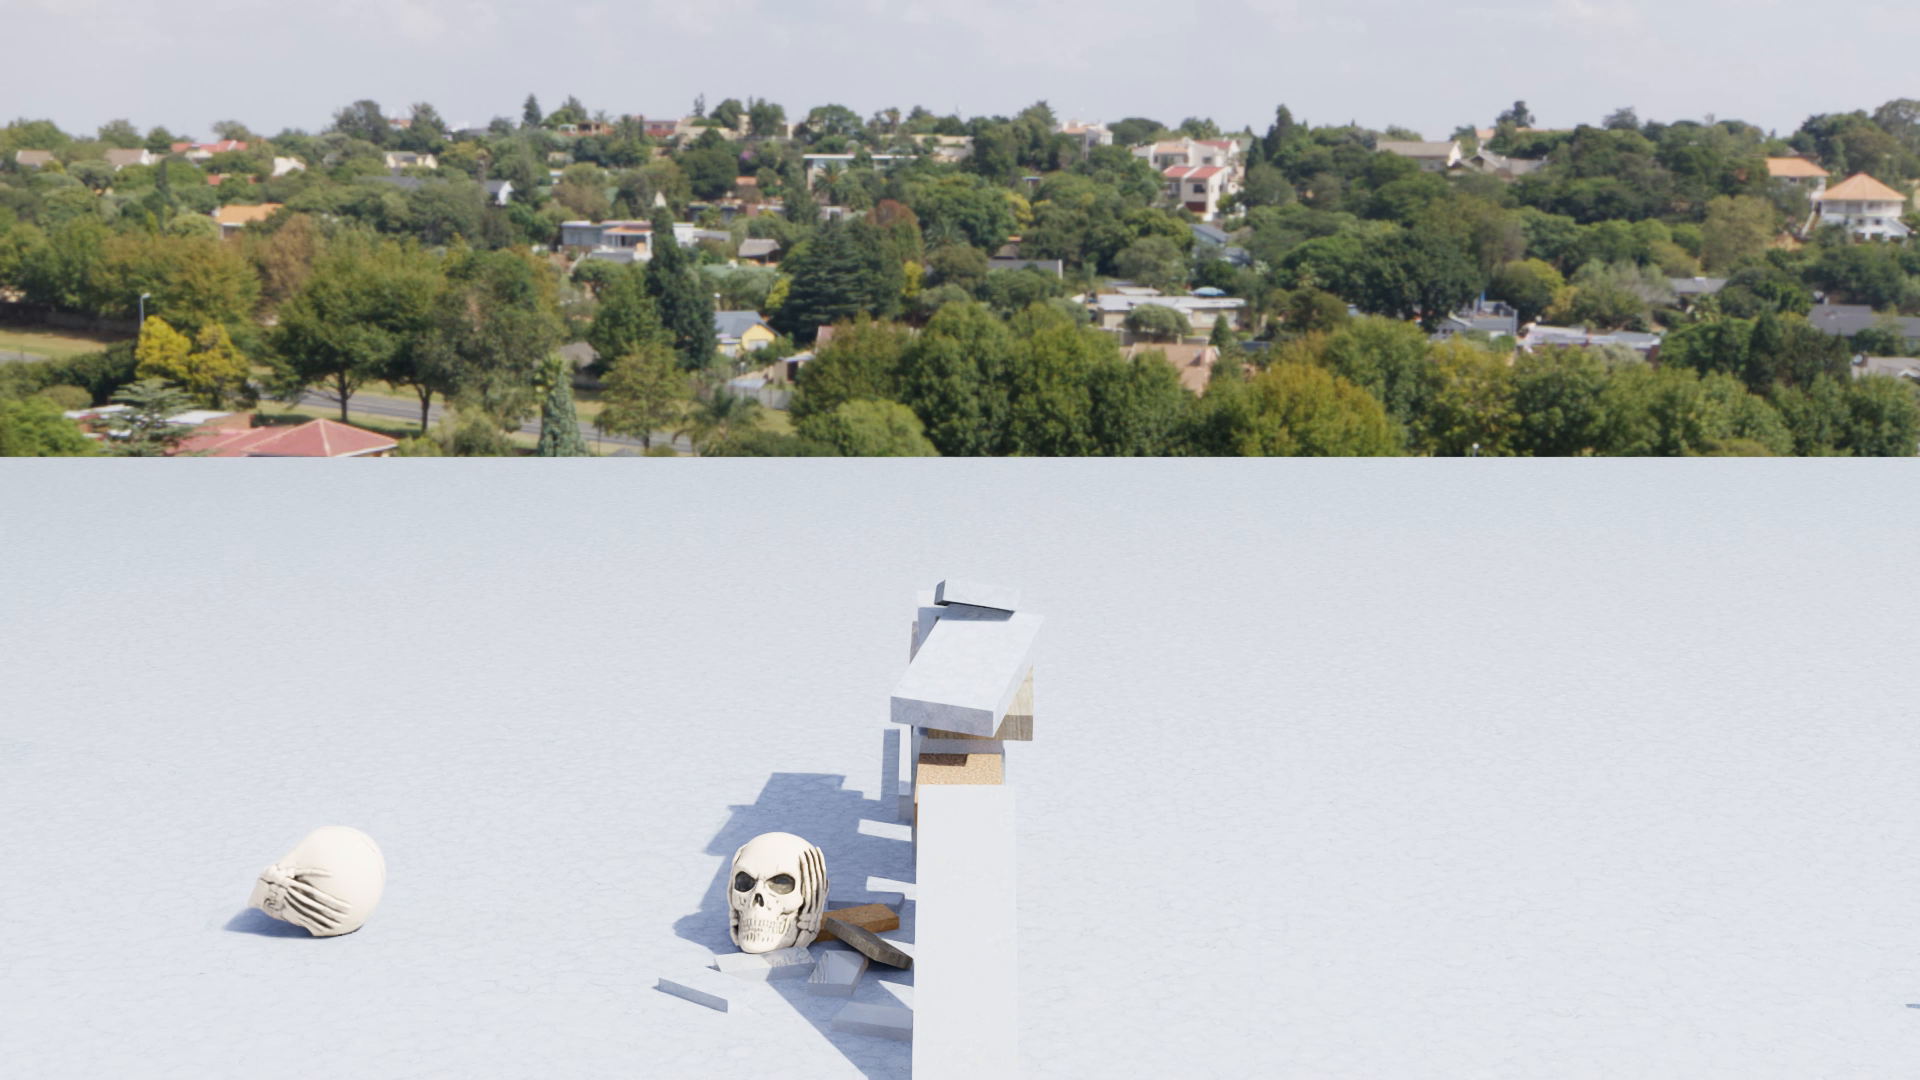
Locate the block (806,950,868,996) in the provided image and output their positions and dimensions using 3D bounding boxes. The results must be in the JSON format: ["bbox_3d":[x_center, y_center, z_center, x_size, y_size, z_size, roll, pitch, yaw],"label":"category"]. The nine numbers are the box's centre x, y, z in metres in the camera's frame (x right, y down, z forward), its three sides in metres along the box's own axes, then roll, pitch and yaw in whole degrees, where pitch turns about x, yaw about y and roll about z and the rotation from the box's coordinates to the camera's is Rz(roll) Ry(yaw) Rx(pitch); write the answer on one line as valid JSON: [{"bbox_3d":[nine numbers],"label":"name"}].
[{"bbox_3d":[-0.183,0.649,3.298,0.066,0.019,0.132,2,11,9],"label":"block"}]

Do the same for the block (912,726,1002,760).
[{"bbox_3d":[-0.001,0.300,3.580,0.141,0.040,0.282,0,11,1],"label":"block"}]

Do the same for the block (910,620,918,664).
[{"bbox_3d":[-0.006,0.200,3.884,0.161,0.046,0.321,0,11,0],"label":"block"}]

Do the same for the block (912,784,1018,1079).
[{"bbox_3d":[0.008,0.543,3.025,0.139,0.039,0.468,0,50,0],"label":"block"}]

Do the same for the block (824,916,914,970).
[{"bbox_3d":[-0.141,0.620,3.383,0.066,0.019,0.161,23,-4,-33],"label":"block"}]

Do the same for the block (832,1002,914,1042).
[{"bbox_3d":[-0.107,0.683,3.117,0.132,0.019,0.066,4,11,19],"label":"block"}]

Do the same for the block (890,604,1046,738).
[{"bbox_3d":[0.016,0.202,3.488,0.163,0.046,0.327,7,26,14],"label":"block"}]

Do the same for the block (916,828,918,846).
[{"bbox_3d":[0.000,0.535,3.261,0.128,0.256,0.036,0,10,0],"label":"block"}]

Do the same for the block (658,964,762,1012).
[{"bbox_3d":[-0.368,0.659,3.240,0.142,0.020,0.071,8,13,37],"label":"block"}]

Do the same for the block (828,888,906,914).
[{"bbox_3d":[-0.153,0.593,3.609,0.117,0.017,0.058,2,10,10],"label":"block"}]

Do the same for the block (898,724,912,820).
[{"bbox_3d":[-0.038,0.438,4.362,0.163,0.046,0.606,0,11,-1],"label":"block"}]

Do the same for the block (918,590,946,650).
[{"bbox_3d":[-0.010,0.166,3.768,0.122,0.035,0.290,-1,25,-2],"label":"block"}]

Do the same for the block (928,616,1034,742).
[{"bbox_3d":[0.036,0.220,3.558,0.163,0.046,0.327,1,25,1],"label":"block"}]

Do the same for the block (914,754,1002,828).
[{"bbox_3d":[-0.001,0.376,3.317,0.128,0.036,0.256,0,11,1],"label":"block"}]

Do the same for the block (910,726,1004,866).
[{"bbox_3d":[-0.004,0.401,3.804,0.161,0.321,0.046,0,11,0],"label":"block"}]

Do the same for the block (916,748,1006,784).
[{"bbox_3d":[0.002,0.475,3.519,0.141,0.282,0.040,0,11,0],"label":"block"}]

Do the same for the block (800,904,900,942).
[{"bbox_3d":[-0.176,0.610,3.507,0.142,0.020,0.071,-5,12,-25],"label":"block"}]

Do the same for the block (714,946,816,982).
[{"bbox_3d":[-0.296,0.643,3.326,0.142,0.020,0.071,-3,11,-17],"label":"block"}]

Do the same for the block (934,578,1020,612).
[{"bbox_3d":[0.026,0.097,3.689,0.122,0.035,0.245,9,-4,-4],"label":"block"}]
